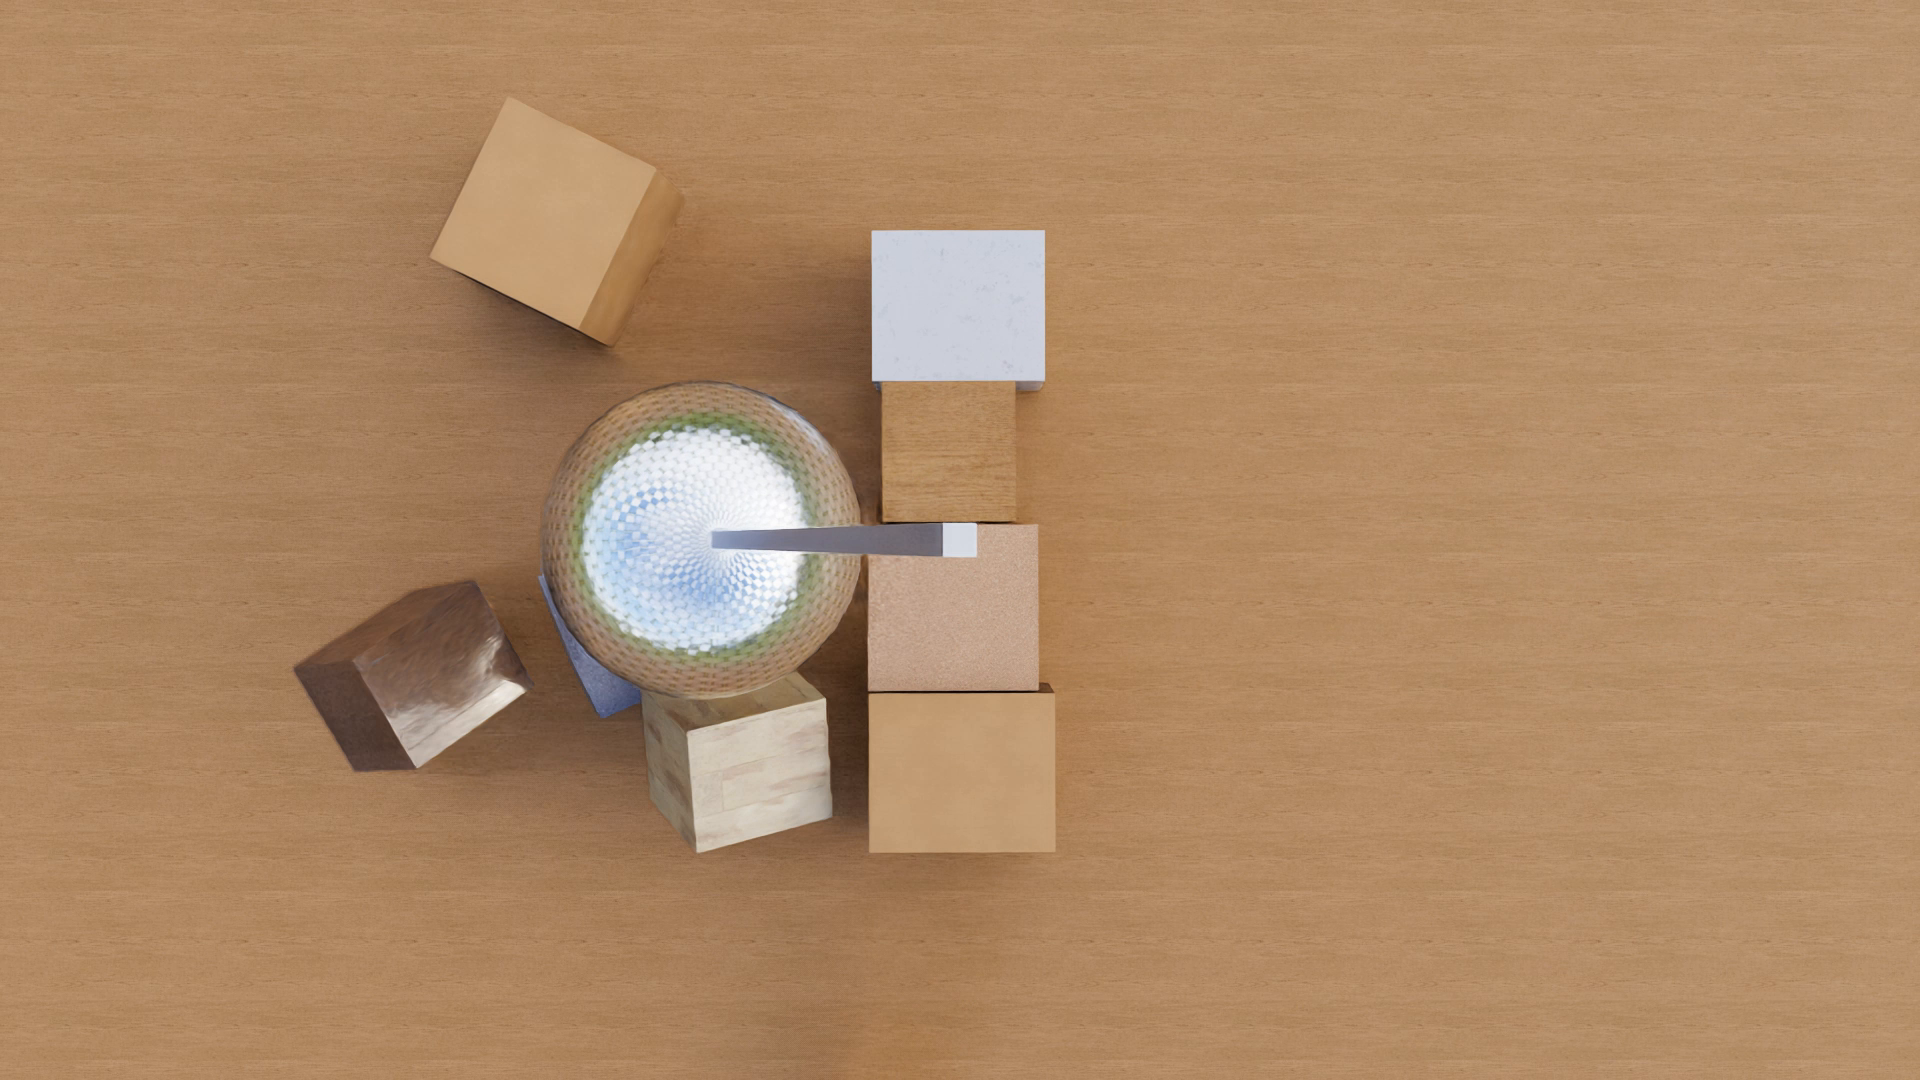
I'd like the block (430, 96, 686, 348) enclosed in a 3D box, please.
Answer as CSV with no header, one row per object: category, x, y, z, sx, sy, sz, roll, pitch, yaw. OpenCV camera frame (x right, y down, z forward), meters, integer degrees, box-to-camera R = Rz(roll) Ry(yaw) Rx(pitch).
block,-2.258,-1.776,12.491,0.912,0.978,0.980,26,90,2

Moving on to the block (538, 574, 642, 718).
block,-1.899,0.476,12.518,0.693,0.620,0.639,-24,55,-8

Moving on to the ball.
ball,-1.285,0.000,10.990,1.600,1.600,1.600,0,90,0

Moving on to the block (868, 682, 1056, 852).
block,0.012,1.282,12.552,1.025,0.895,0.874,0,90,0

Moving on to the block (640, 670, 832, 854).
block,-1.259,1.181,12.389,0.816,0.734,0.740,-12,113,-25

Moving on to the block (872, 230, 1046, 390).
block,-0.009,-1.301,12.604,0.960,0.792,0.834,0,90,0

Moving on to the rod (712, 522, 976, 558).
rod,-0.557,0.000,7.668,0.080,5.200,0.080,0,90,-12

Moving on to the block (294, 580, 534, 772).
block,-3.065,0.769,12.354,0.851,0.771,0.694,-38,108,-37

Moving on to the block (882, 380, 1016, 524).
block,-0.061,-0.491,12.592,0.740,0.816,0.779,0,90,0

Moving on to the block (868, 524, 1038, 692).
block,-0.037,0.375,12.589,0.943,0.823,0.919,0,90,0
